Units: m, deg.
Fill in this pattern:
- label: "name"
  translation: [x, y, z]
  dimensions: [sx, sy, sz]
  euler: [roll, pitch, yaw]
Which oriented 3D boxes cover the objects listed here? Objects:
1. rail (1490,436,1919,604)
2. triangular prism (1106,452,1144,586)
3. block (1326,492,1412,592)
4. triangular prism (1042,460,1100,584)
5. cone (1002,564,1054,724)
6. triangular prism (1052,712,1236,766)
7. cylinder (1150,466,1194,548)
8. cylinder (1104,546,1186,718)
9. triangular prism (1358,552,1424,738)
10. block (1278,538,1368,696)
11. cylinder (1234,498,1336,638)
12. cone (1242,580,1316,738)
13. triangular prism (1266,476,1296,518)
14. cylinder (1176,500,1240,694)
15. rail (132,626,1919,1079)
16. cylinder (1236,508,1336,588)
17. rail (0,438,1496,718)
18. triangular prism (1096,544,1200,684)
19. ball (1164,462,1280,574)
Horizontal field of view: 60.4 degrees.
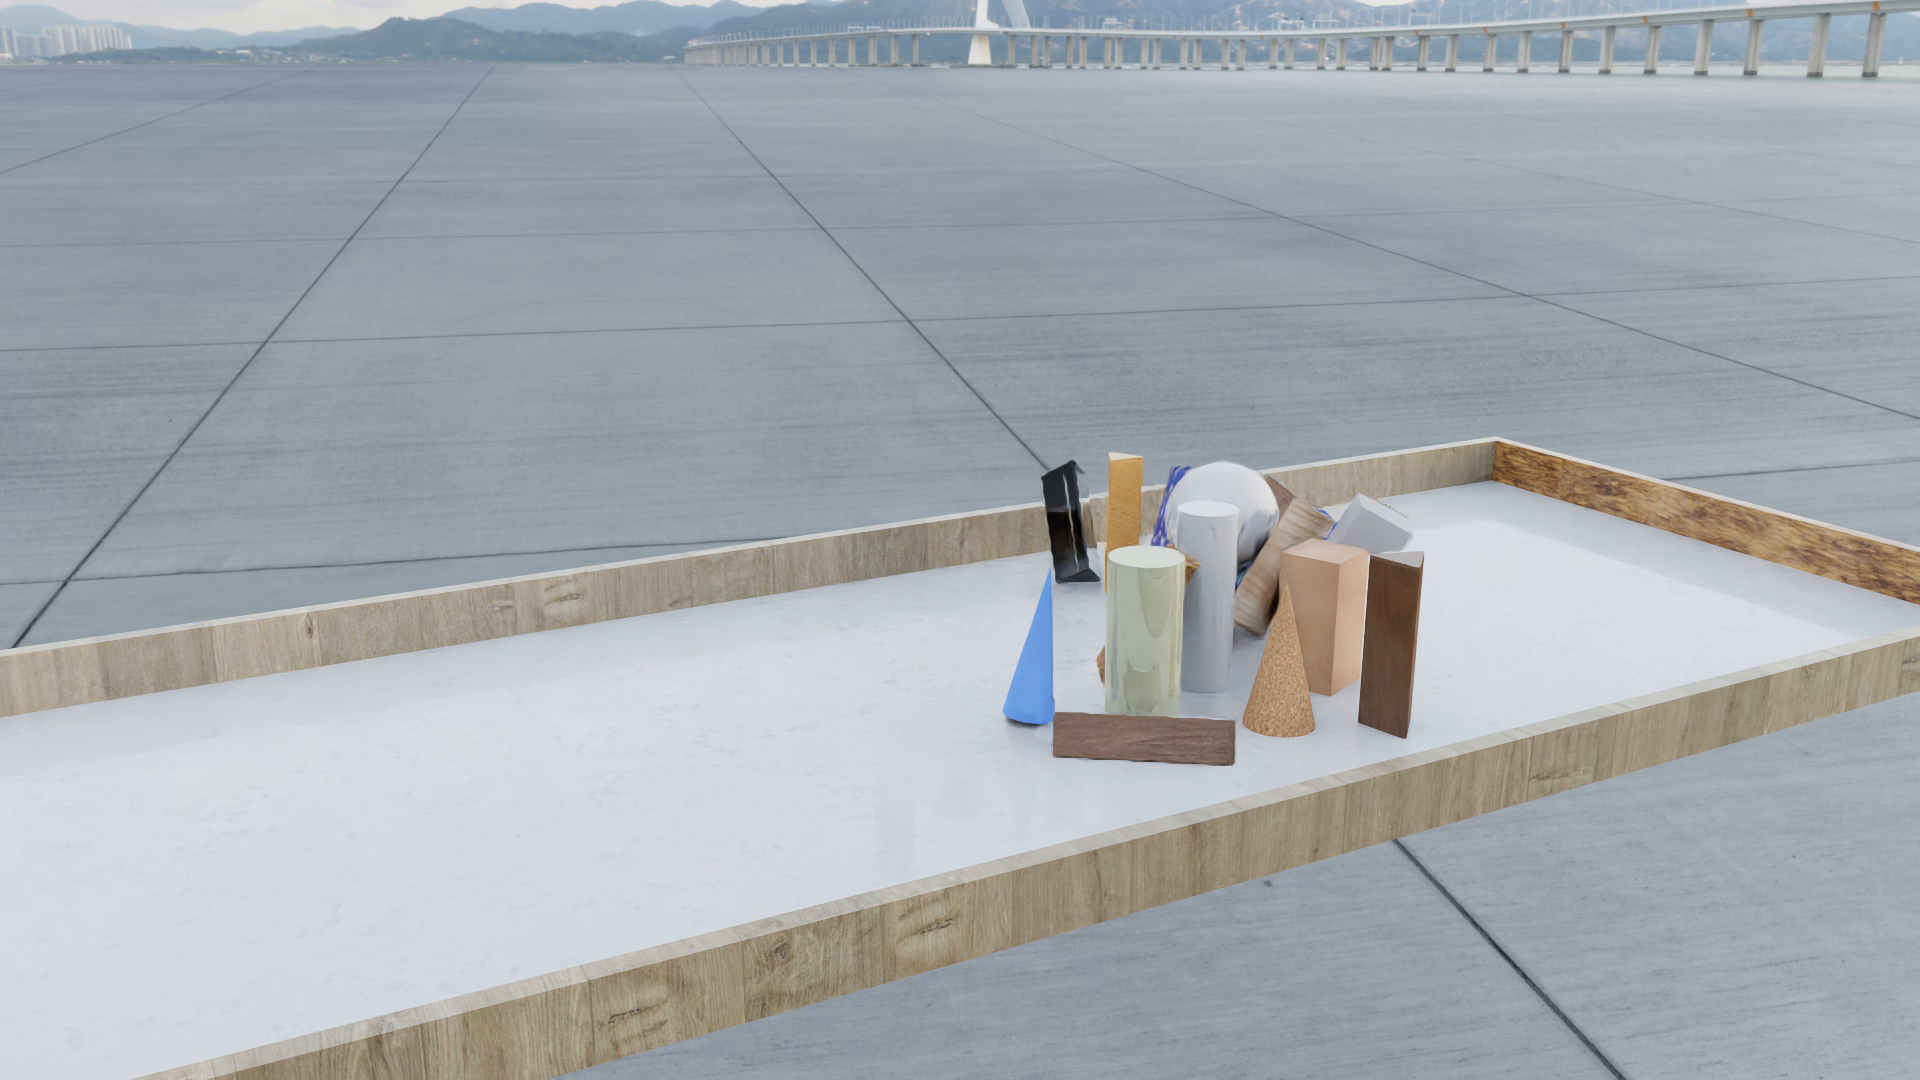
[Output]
- label: "rail"
  translation: [2.466, -0.048, 5.253]
  dimensions: [0.050, 0.150, 2.100]
  euler: [-9, 18, -27]
- label: "triangular prism"
  translation: [0.457, -0.052, 4.818]
  dimensions: [0.108, 0.401, 0.094]
  euler: [-7, 17, -25]
- label: "block"
  translation: [0.992, 0.096, 4.279]
  dimensions: [0.145, 0.401, 0.145]
  euler: [29, 19, 0]
- label: "triangular prism"
  translation: [0.357, -0.046, 4.954]
  dimensions: [0.119, 0.344, 0.138]
  euler: [12, -28, -39]
- label: "cone"
  translation: [0.187, 0.235, 3.872]
  dimensions: [0.126, 0.370, 0.126]
  euler: [8, 11, -2]
- label: "triangular prism"
  translation: [0.412, 0.434, 3.701]
  dimensions: [0.402, 0.087, 0.100]
  euler: [2, 22, 7]
- label: "cylinder"
  translation: [0.631, -0.024, 4.775]
  dimensions: [0.134, 0.356, 0.134]
  euler: [16, -11, 3]
- label: "cylinder"
  translation: [0.432, 0.229, 3.874]
  dimensions: [0.179, 0.397, 0.179]
  euler: [0, 16, 0]
- label: "triangular prism"
  translation: [1.024, 0.235, 3.823]
  dimensions: [0.114, 0.413, 0.132]
  euler: [-13, 21, -38]
- label: "block"
  translation: [0.898, 0.190, 4.105]
  dimensions: [0.158, 0.340, 0.158]
  euler: [13, 21, 37]
- label: "cylinder"
  translation: [0.855, 0.074, 4.429]
  dimensions: [0.128, 0.366, 0.128]
  euler: [30, 10, -6]
- label: "cone"
  translation: [0.751, 0.261, 3.835]
  dimensions: [0.170, 0.356, 0.170]
  euler: [0, 16, 0]
- label: "triangular prism"
  translation: [0.804, -0.009, 4.760]
  dimensions: [0.392, 0.106, 0.122]
  euler: [-49, 24, -14]
- label: "cylinder"
  translation: [0.604, 0.140, 4.074]
  dimensions: [0.149, 0.452, 0.149]
  euler: [0, 16, 0]
- label: "rail"
  translation: [-2.336, 1.006, 1.665]
  dimensions: [12.000, 0.150, 0.050]
  euler: [-9, 18, -27]
- label: "cylinder"
  translation: [0.916, 0.060, 4.659]
  dimensions: [0.340, 0.123, 0.123]
  euler: [-37, 28, -13]
- label: "rail"
  translation: [-3.305, 0.497, 3.399]
  dimensions: [12.000, 0.150, 0.050]
  euler: [-9, 18, -27]
- label: "triangular prism"
  translation: [0.445, 0.181, 4.053]
  dimensions: [0.089, 0.392, 0.077]
  euler: [-9, 48, -44]
- label: "ball"
  translation: [0.725, -0.057, 4.567]
  dimensions: [0.316, 0.316, 0.316]
  euler: [0, 16, 0]
